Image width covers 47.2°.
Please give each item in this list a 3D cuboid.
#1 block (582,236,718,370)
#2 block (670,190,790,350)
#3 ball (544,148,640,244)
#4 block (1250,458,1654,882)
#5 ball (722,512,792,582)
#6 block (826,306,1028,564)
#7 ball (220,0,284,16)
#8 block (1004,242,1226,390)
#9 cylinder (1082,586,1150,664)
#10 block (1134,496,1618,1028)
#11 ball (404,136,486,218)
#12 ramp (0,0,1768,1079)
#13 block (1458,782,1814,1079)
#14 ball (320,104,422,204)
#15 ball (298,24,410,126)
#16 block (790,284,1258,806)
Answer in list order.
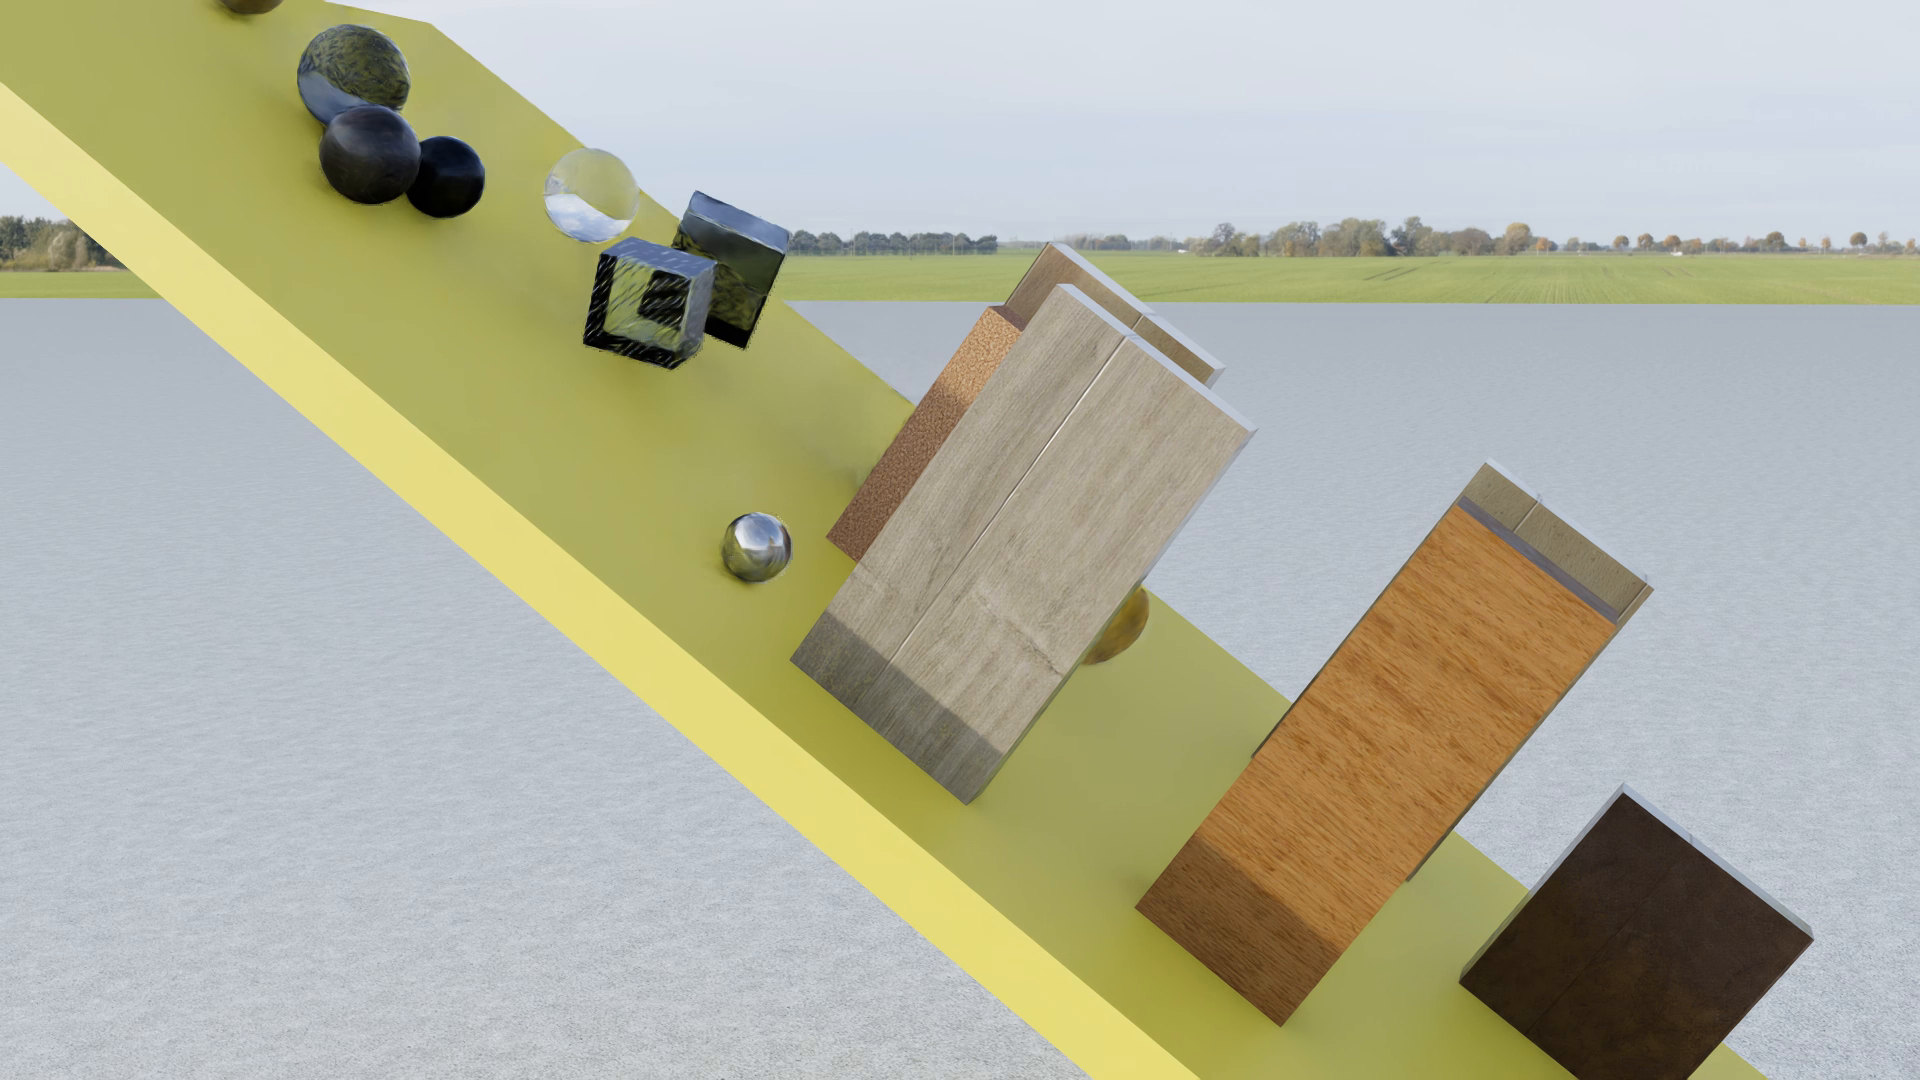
[{"bbox_3d":[-0.551,-0.424,3.924,0.168,0.168,0.168,17,20,5],"label":"block"},{"bbox_3d":[-0.468,-0.527,4.276,0.203,0.203,0.203,23,18,-9],"label":"block"},{"bbox_3d":[-0.753,-0.704,4.496,0.194,0.194,0.194,0,7,0],"label":"ball"},{"bbox_3d":[0.954,0.254,4.291,0.390,0.741,0.130,39,16,9],"label":"block"},{"bbox_3d":[-0.322,0.012,3.480,0.111,0.111,0.111,0,7,0],"label":"ball"},{"bbox_3d":[0.081,-0.081,3.858,0.417,0.509,0.109,39,16,9],"label":"block"},{"bbox_3d":[-1.421,-1.132,4.401,0.158,0.158,0.158,0,7,0],"label":"ball"},{"bbox_3d":[0.225,-0.288,4.714,0.444,0.534,0.136,39,16,9],"label":"block"},{"bbox_3d":[0.232,0.100,4.220,0.198,0.198,0.198,-3,34,-25],"label":"cylinder"},{"bbox_3d":[0.614,0.331,3.279,0.279,0.780,0.148,39,16,9],"label":"block"},{"bbox_3d":[-0.952,-0.669,4.055,0.152,0.152,0.152,0,7,0],"label":"ball"},{"bbox_3d":[-0.066,0.129,4.070,4.000,0.100,2.000,39,16,9],"label":"ramp"},{"bbox_3d":[1.197,0.739,3.915,0.402,0.460,0.082,39,16,9],"label":"block"},{"bbox_3d":[-1.036,-0.678,3.864,0.173,0.173,0.173,0,7,0],"label":"ball"},{"bbox_3d":[-1.139,-0.865,4.133,0.205,0.205,0.205,0,7,0],"label":"ball"},{"bbox_3d":[0.086,0.010,3.244,0.347,0.702,0.084,39,16,9],"label":"block"}]
